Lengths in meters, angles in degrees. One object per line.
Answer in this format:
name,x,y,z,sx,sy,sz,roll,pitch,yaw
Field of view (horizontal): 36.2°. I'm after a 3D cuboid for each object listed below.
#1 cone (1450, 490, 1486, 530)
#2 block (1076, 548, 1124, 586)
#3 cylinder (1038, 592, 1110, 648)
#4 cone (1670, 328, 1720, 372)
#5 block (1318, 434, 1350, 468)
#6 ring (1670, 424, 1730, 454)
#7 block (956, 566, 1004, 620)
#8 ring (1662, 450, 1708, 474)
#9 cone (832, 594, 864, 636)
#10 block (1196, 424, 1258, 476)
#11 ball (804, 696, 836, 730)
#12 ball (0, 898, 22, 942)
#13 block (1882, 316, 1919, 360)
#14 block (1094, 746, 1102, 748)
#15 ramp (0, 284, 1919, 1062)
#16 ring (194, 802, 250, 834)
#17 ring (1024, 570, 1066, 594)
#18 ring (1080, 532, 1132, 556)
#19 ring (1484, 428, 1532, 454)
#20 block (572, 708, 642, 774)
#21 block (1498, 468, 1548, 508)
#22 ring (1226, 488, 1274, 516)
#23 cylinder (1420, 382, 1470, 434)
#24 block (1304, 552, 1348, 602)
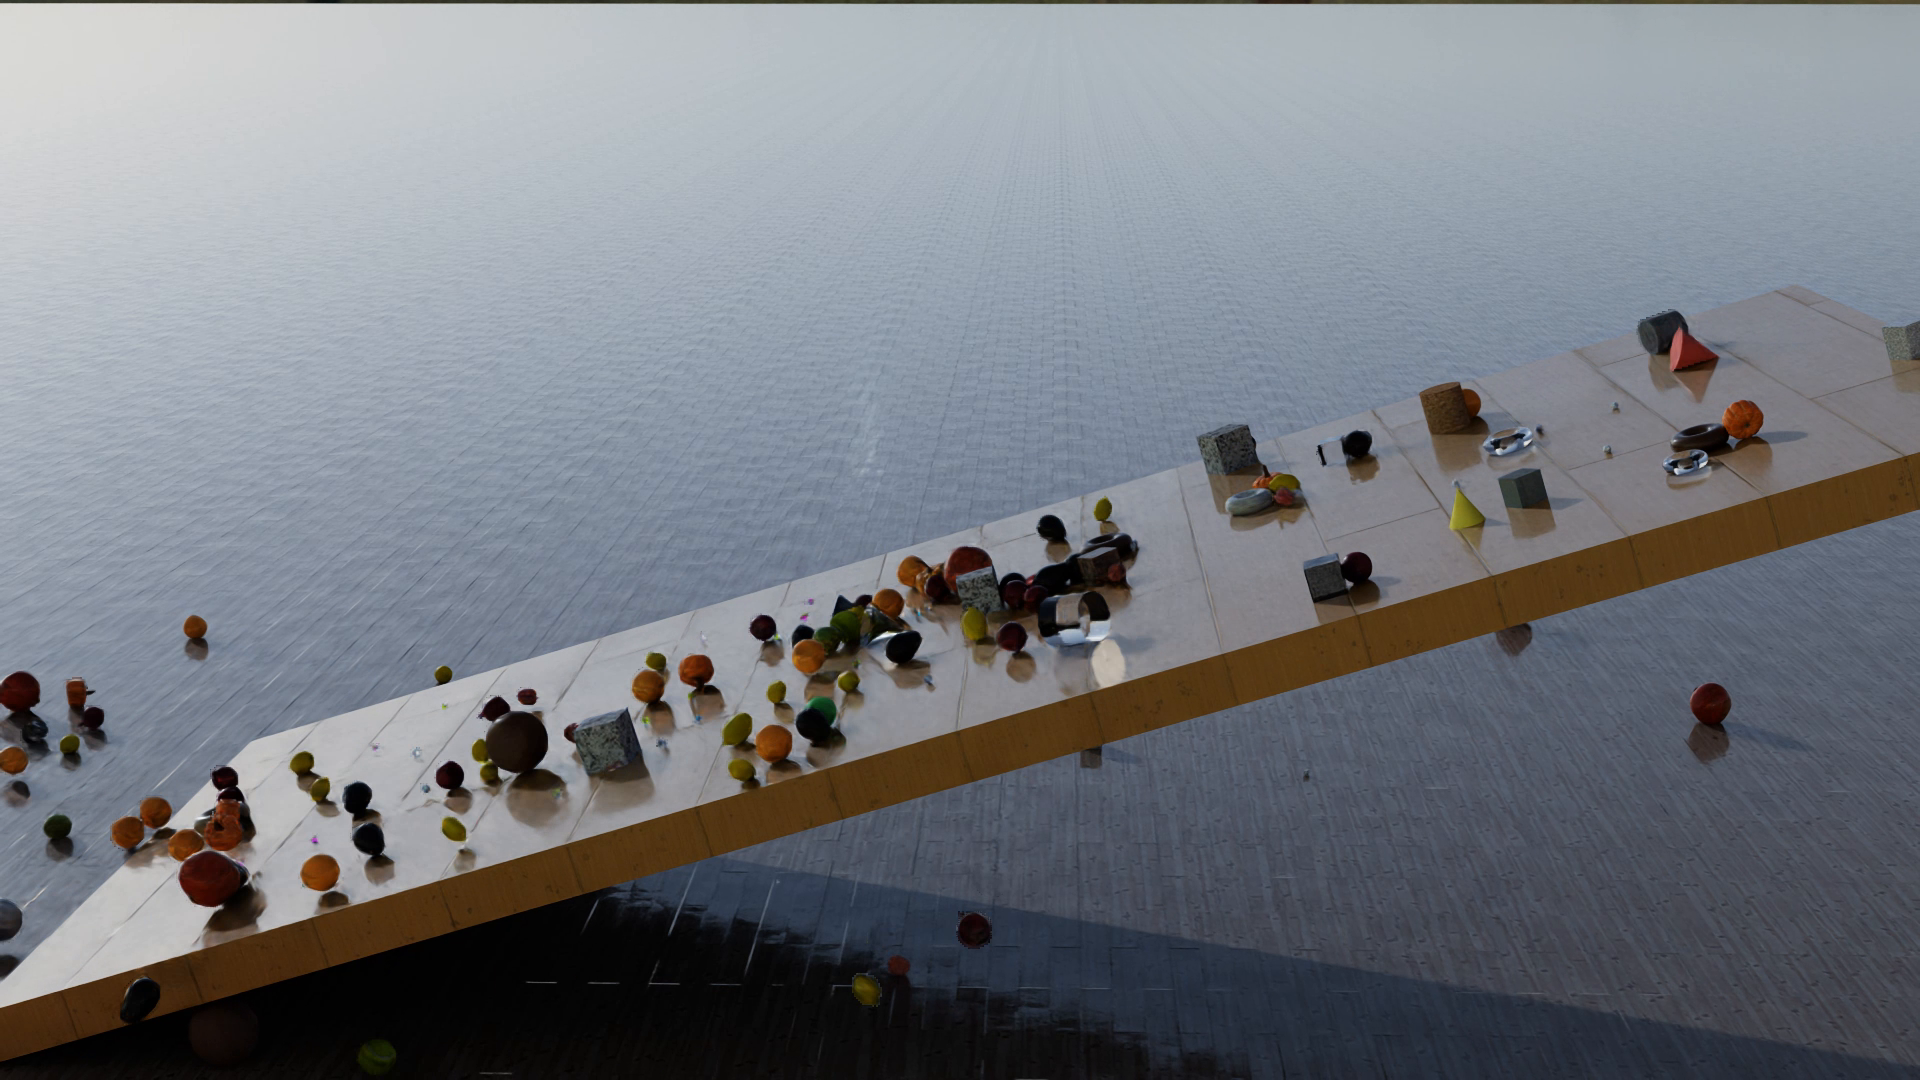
cone,0.974,-0.067,5.702,0.072,0.072,0.072,-17,10,3
block,0.297,0.057,6.196,0.064,0.064,0.064,-23,11,-27
cylinder,0.221,0.154,5.699,0.100,0.100,0.100,-9,3,41
cone,1.640,-0.415,6.538,0.098,0.098,0.098,10,11,0
block,0.850,-0.203,6.695,0.053,0.053,0.053,-14,11,20
ring,1.437,-0.195,5.714,0.115,0.038,0.115,-16,11,3
block,0.043,0.112,6.272,0.083,0.083,0.083,-17,10,4
ring,1.377,-0.148,5.585,0.088,0.029,0.088,-16,11,3
cone,-0.228,0.175,6.507,0.094,0.094,0.094,11,13,7
block,0.637,-0.216,7.006,0.094,0.094,0.094,-21,11,-20
ball,-0.269,0.332,5.659,0.063,0.063,0.063,0,11,0
ball,-2.016,0.797,6.171,0.093,0.093,0.093,0,11,0
block,1.923,-0.409,5.951,0.070,0.070,0.070,-21,11,-18
block,0.347,0.518,7.777,0.055,0.055,0.055,1,11,4
ramp,0.095,0.185,6.316,4.000,0.100,2.000,-16,10,5
ring,-1.631,0.615,6.500,0.126,0.042,0.126,-16,11,3
ring,0.182,0.088,6.317,0.093,0.031,0.093,-18,10,3
ring,0.320,0.016,6.451,0.119,0.040,0.119,-16,11,3
ring,1.166,-0.210,6.257,0.109,0.036,0.109,-17,11,3
block,-0.712,0.406,5.931,0.093,0.093,0.093,-15,10,13
block,1.094,-0.101,5.716,0.060,0.060,0.060,-21,11,-19
ring,0.636,-0.084,6.467,0.110,0.037,0.110,-16,11,3
cylinder,1.100,-0.299,6.672,0.095,0.095,0.095,-17,10,3
block,0.680,0.070,5.472,0.066,0.066,0.066,-16,10,9
